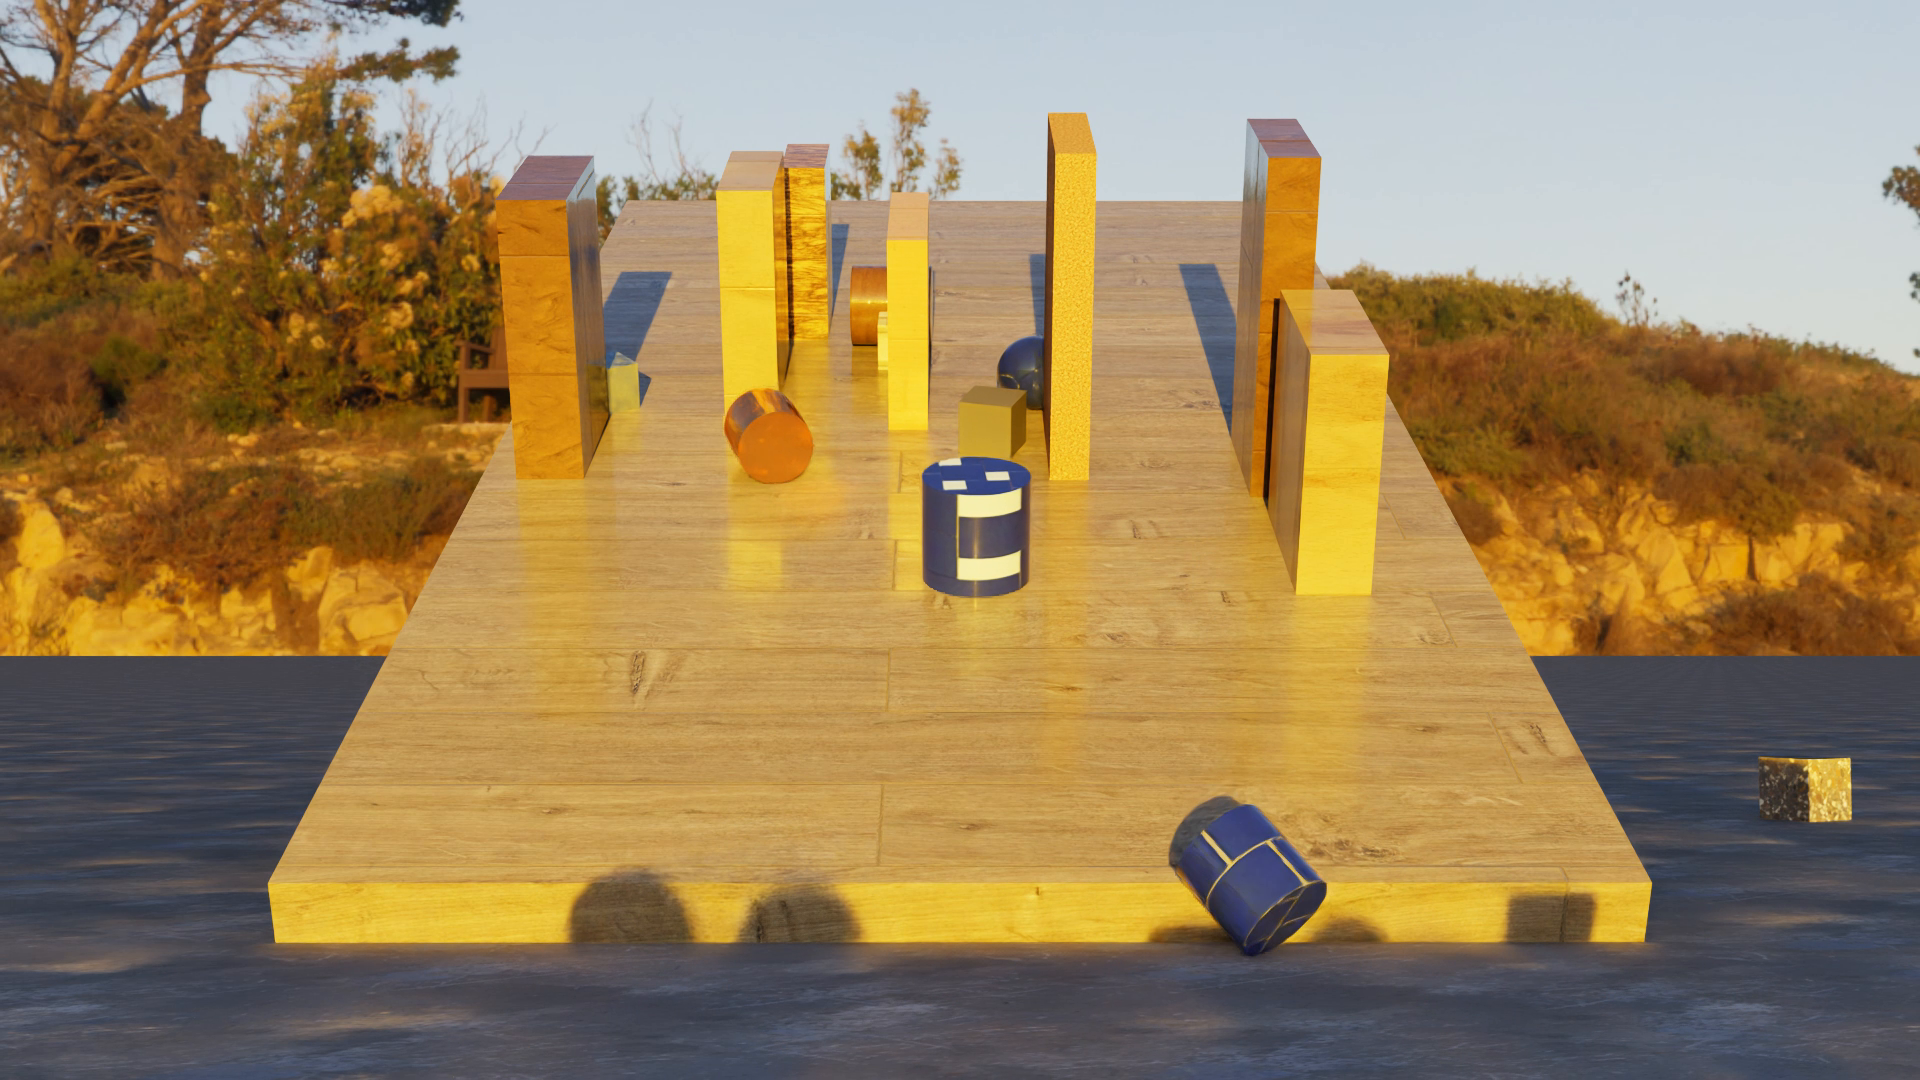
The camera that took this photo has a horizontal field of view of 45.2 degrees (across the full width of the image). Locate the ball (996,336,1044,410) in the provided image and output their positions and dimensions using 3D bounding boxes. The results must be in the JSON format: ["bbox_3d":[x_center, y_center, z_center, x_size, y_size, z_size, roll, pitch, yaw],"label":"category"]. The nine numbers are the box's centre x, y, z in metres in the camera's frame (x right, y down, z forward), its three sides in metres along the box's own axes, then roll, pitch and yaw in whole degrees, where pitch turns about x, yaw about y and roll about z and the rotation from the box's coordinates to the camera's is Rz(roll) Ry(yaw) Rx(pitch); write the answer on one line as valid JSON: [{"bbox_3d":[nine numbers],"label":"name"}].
[{"bbox_3d":[0.166,-0.380,5.226,0.166,0.166,0.166,0,-3,0],"label":"ball"}]

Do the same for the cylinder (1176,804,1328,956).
[{"bbox_3d":[0.409,0.476,3.228,0.149,0.149,0.149,3,38,-50],"label":"cylinder"}]

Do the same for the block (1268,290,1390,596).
[{"bbox_3d":[0.693,-0.192,4.381,0.140,0.468,0.411,0,22,0],"label":"block"}]

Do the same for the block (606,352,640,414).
[{"bbox_3d":[-0.803,-0.355,5.240,0.107,0.107,0.107,-14,26,-31],"label":"block"}]

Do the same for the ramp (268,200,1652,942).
[{"bbox_3d":[-0.007,-0.223,5.195,2.000,0.100,4.000,0,22,0],"label":"ramp"}]

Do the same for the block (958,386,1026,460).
[{"bbox_3d":[0.071,-0.256,4.990,0.117,0.117,0.117,7,24,17],"label":"block"}]

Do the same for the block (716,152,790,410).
[{"bbox_3d":[-0.474,-0.603,5.315,0.122,0.508,0.385,0,22,0],"label":"block"}]

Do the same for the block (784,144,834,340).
[{"bbox_3d":[-0.380,-0.747,5.759,0.106,0.435,0.258,0,22,0],"label":"block"}]

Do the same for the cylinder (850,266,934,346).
[{"bbox_3d":[-0.167,-0.577,5.665,0.195,0.195,0.195,1,-3,1],"label":"cylinder"}]

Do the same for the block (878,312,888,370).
[{"bbox_3d":[-0.140,-0.479,5.538,0.110,0.110,0.110,0,22,0],"label":"block"}]

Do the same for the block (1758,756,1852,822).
[{"bbox_3d":[2.136,0.627,5.824,0.154,0.154,0.154,2,-3,-30],"label":"block"}]

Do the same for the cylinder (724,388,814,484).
[{"bbox_3d":[-0.402,-0.220,4.846,0.158,0.158,0.158,1,21,-18],"label":"cylinder"}]

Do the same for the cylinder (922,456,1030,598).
[{"bbox_3d":[0.030,-0.025,4.319,0.204,0.204,0.204,0,22,0],"label":"cylinder"}]

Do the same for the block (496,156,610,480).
[{"bbox_3d":[-0.859,-0.478,4.896,0.141,0.597,0.392,0,22,0],"label":"block"}]

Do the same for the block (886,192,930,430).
[{"bbox_3d":[-0.115,-0.525,5.230,0.087,0.432,0.424,0,22,0],"label":"block"}]

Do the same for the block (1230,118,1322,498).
[{"bbox_3d":[0.649,-0.482,4.768,0.103,0.708,0.353,0,22,0],"label":"block"}]

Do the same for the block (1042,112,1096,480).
[{"bbox_3d":[0.229,-0.519,4.874,0.082,0.693,0.385,0,22,0],"label":"block"}]
